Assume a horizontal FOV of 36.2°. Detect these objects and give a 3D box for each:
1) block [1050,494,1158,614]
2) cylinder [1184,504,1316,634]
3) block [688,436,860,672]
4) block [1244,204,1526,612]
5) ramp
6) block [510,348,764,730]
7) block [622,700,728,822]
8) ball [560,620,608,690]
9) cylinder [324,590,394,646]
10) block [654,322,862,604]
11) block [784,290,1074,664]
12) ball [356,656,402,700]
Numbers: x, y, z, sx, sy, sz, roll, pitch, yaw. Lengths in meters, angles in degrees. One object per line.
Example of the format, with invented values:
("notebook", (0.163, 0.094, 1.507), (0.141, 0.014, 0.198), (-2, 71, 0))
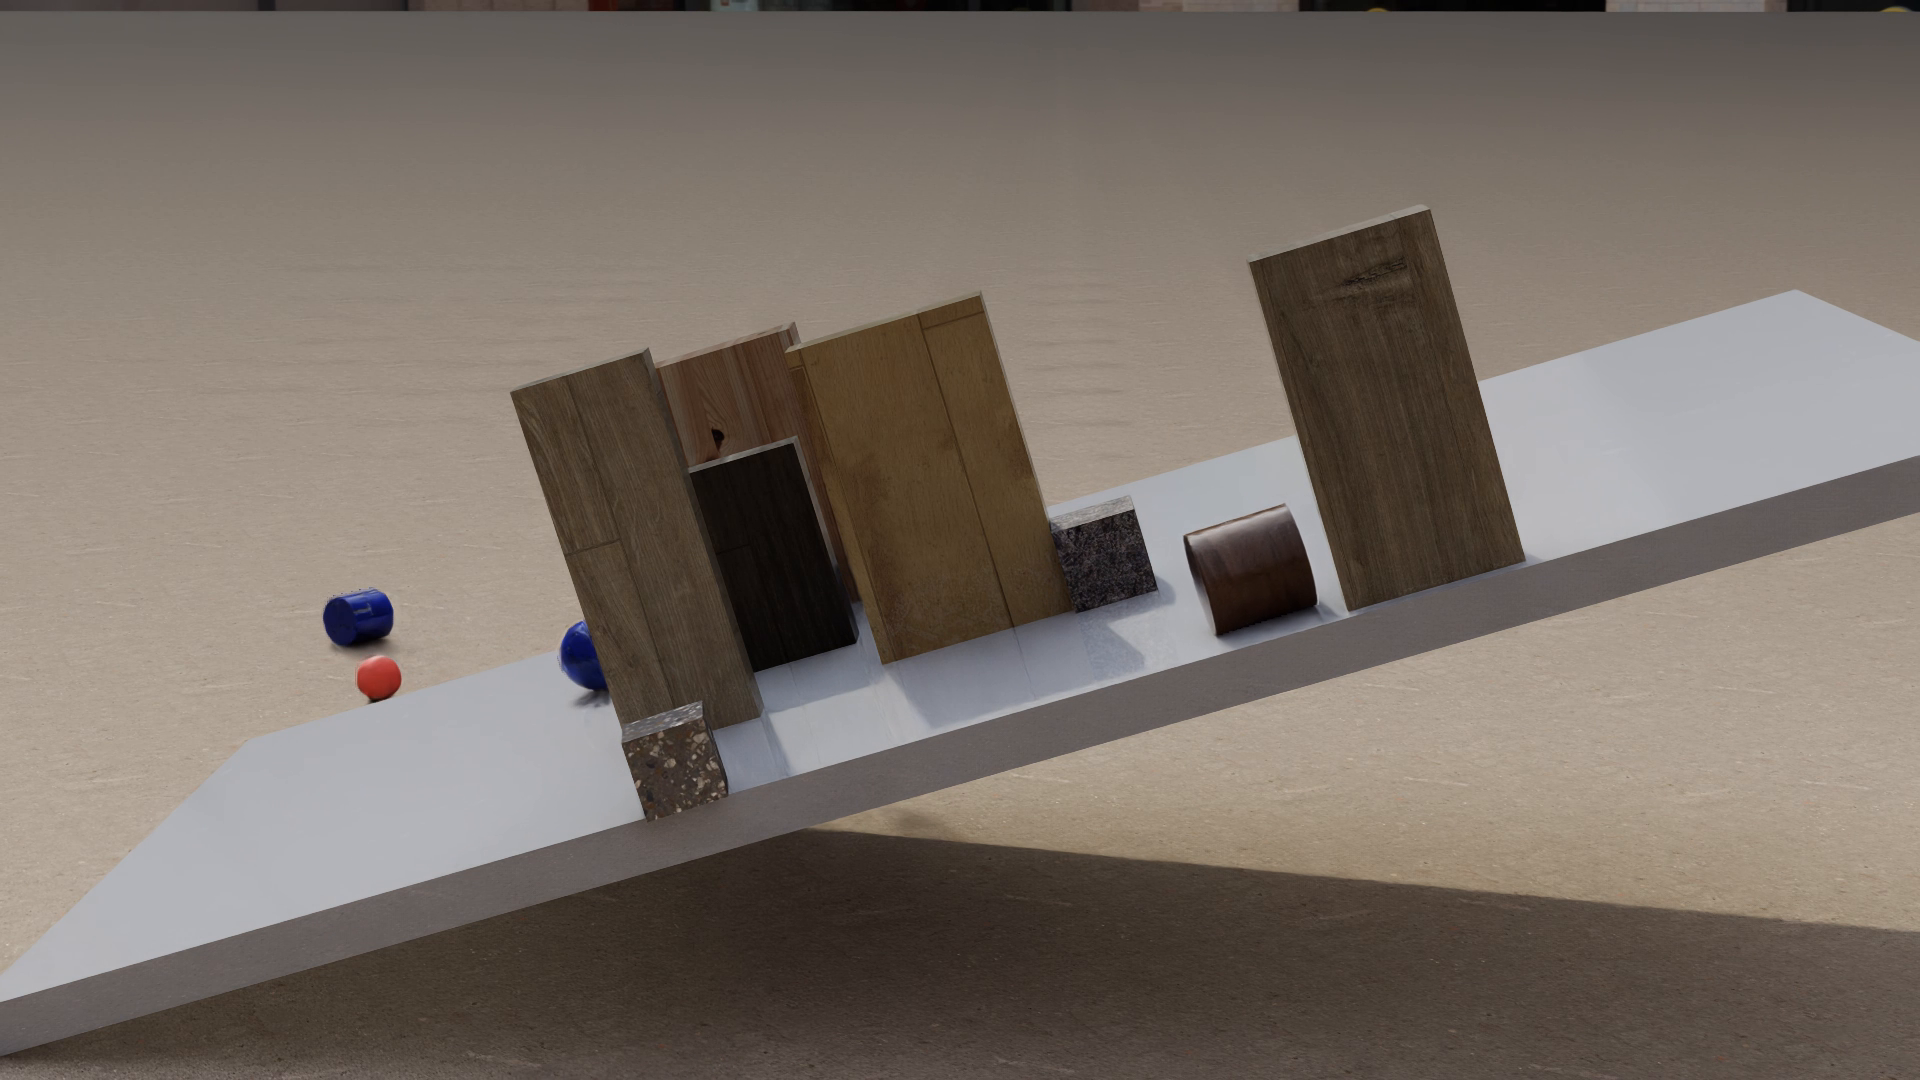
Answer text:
("block", (0.295, 0.028, 6.047), (0.174, 0.174, 0.174), (-16, 10, 4))
("cylinder", (0.536, 0.054, 5.440), (0.195, 0.195, 0.195), (-17, 12, -1))
("block", (-0.489, 0.057, 6.384), (0.421, 0.457, 0.101), (-16, 10, 5))
("block", (0.766, -0.237, 5.301), (0.330, 0.659, 0.117), (-16, 10, 5))
("ramp", (0.093, 0.186, 6.317), (4.000, 0.100, 2.000), (-16, 10, 5))
("block", (-0.645, 0.024, 5.914), (0.277, 0.771, 0.090), (-16, 10, 5))
("block", (-0.525, 0.406, 5.414), (0.154, 0.154, 0.154), (-18, 10, -3))
("ball", (-0.828, 0.259, 6.690), (0.166, 0.166, 0.166), (0, 11, 0))
("cylinder", (-1.831, 0.237, 8.962), (0.149, 0.149, 0.149), (8, 14, 36))
("block", (-0.493, -0.129, 6.837), (0.419, 0.652, 0.149), (-16, 10, 5))
("block", (-0.059, -0.127, 6.036), (0.412, 0.674, 0.107), (-16, 10, 5))
("ball", (-1.630, 0.387, 8.253), (0.124, 0.124, 0.124), (0, 11, 0))
